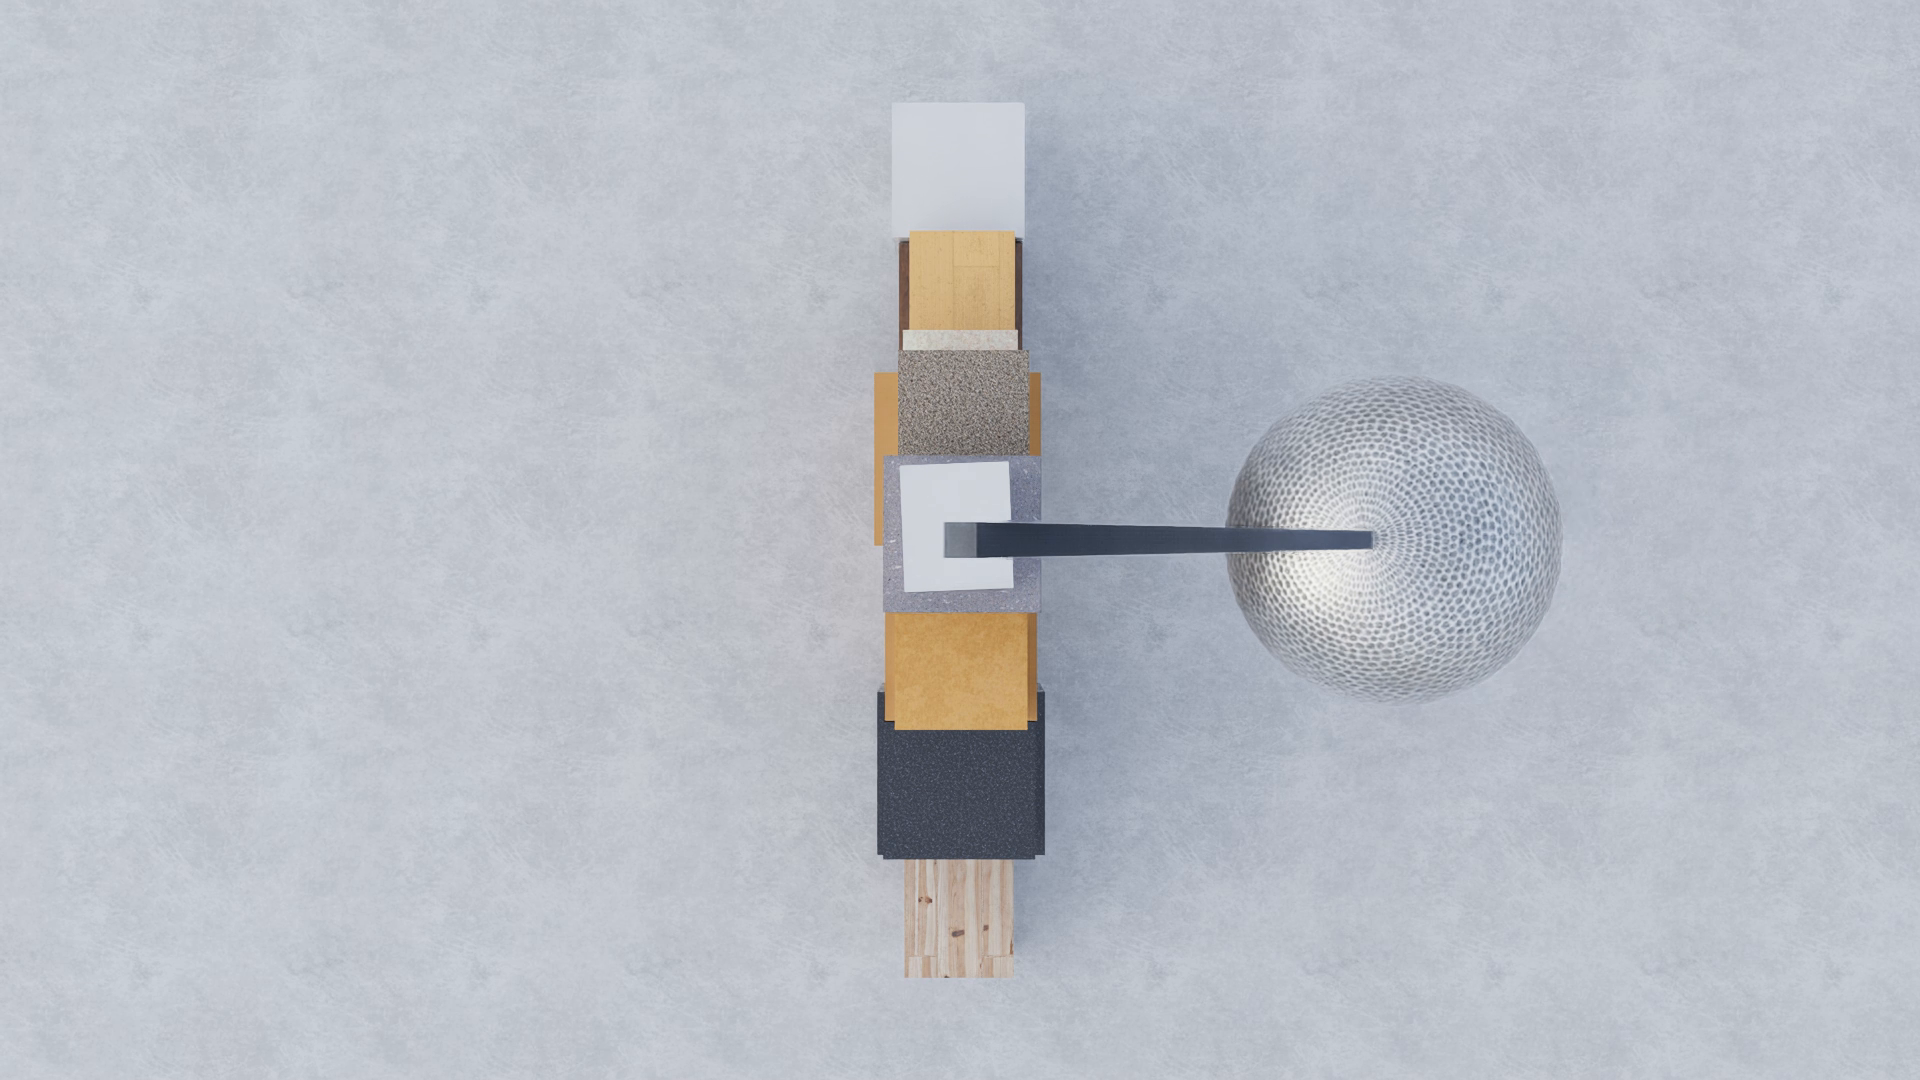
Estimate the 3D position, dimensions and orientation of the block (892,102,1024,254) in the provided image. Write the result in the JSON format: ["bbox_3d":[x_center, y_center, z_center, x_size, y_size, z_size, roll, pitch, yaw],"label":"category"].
[{"bbox_3d":[-0.009,-2.063,12.627,0.739,0.745,0.749,0,90,0],"label":"block"}]

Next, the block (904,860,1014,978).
[{"bbox_3d":[-0.006,2.100,12.623,0.607,0.753,0.676,0,90,0],"label":"block"}]

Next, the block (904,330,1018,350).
[{"bbox_3d":[0.002,-0.777,11.879,0.601,0.667,0.650,0,90,0],"label":"block"}]

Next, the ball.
[{"bbox_3d":[2.074,0.000,10.567,1.600,1.600,1.600,0,90,0],"label":"ball"}]

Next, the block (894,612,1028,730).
[{"bbox_3d":[0.006,0.606,11.158,0.653,0.622,0.659,0,90,0],"label":"block"}]

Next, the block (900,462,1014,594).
[{"bbox_3d":[-0.014,-0.050,9.818,0.474,0.491,0.551,-2,88,0],"label":"block"}]

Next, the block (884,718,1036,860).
[{"bbox_3d":[-0.005,1.311,11.865,0.795,0.721,0.719,0,90,0],"label":"block"}]

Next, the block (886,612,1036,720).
[{"bbox_3d":[0.005,0.539,11.846,0.792,0.755,0.806,0,90,0],"label":"block"}]

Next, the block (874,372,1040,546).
[{"bbox_3d":[-0.013,-0.449,12.606,0.926,0.787,0.962,0,90,0],"label":"block"}]

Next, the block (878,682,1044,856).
[{"bbox_3d":[0.006,1.299,12.613,0.933,0.775,0.907,0,90,0],"label":"block"}]

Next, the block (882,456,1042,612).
[{"bbox_3d":[0.010,-0.014,10.459,0.724,0.794,0.720,0,88,0],"label":"block"}]

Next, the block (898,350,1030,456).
[{"bbox_3d":[0.018,-0.650,11.207,0.649,0.676,0.574,0,90,0],"label":"block"}]

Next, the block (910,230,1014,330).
[{"bbox_3d":[0.012,-1.391,12.149,0.569,0.540,0.560,0,90,0],"label":"block"}]

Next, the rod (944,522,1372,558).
[{"bbox_3d":[0.899,0.000,7.377,0.080,5.200,0.080,0,90,20],"label":"rod"}]

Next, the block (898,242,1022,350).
[{"bbox_3d":[0.004,-1.310,12.709,0.698,0.581,0.738,0,90,0],"label":"block"}]
